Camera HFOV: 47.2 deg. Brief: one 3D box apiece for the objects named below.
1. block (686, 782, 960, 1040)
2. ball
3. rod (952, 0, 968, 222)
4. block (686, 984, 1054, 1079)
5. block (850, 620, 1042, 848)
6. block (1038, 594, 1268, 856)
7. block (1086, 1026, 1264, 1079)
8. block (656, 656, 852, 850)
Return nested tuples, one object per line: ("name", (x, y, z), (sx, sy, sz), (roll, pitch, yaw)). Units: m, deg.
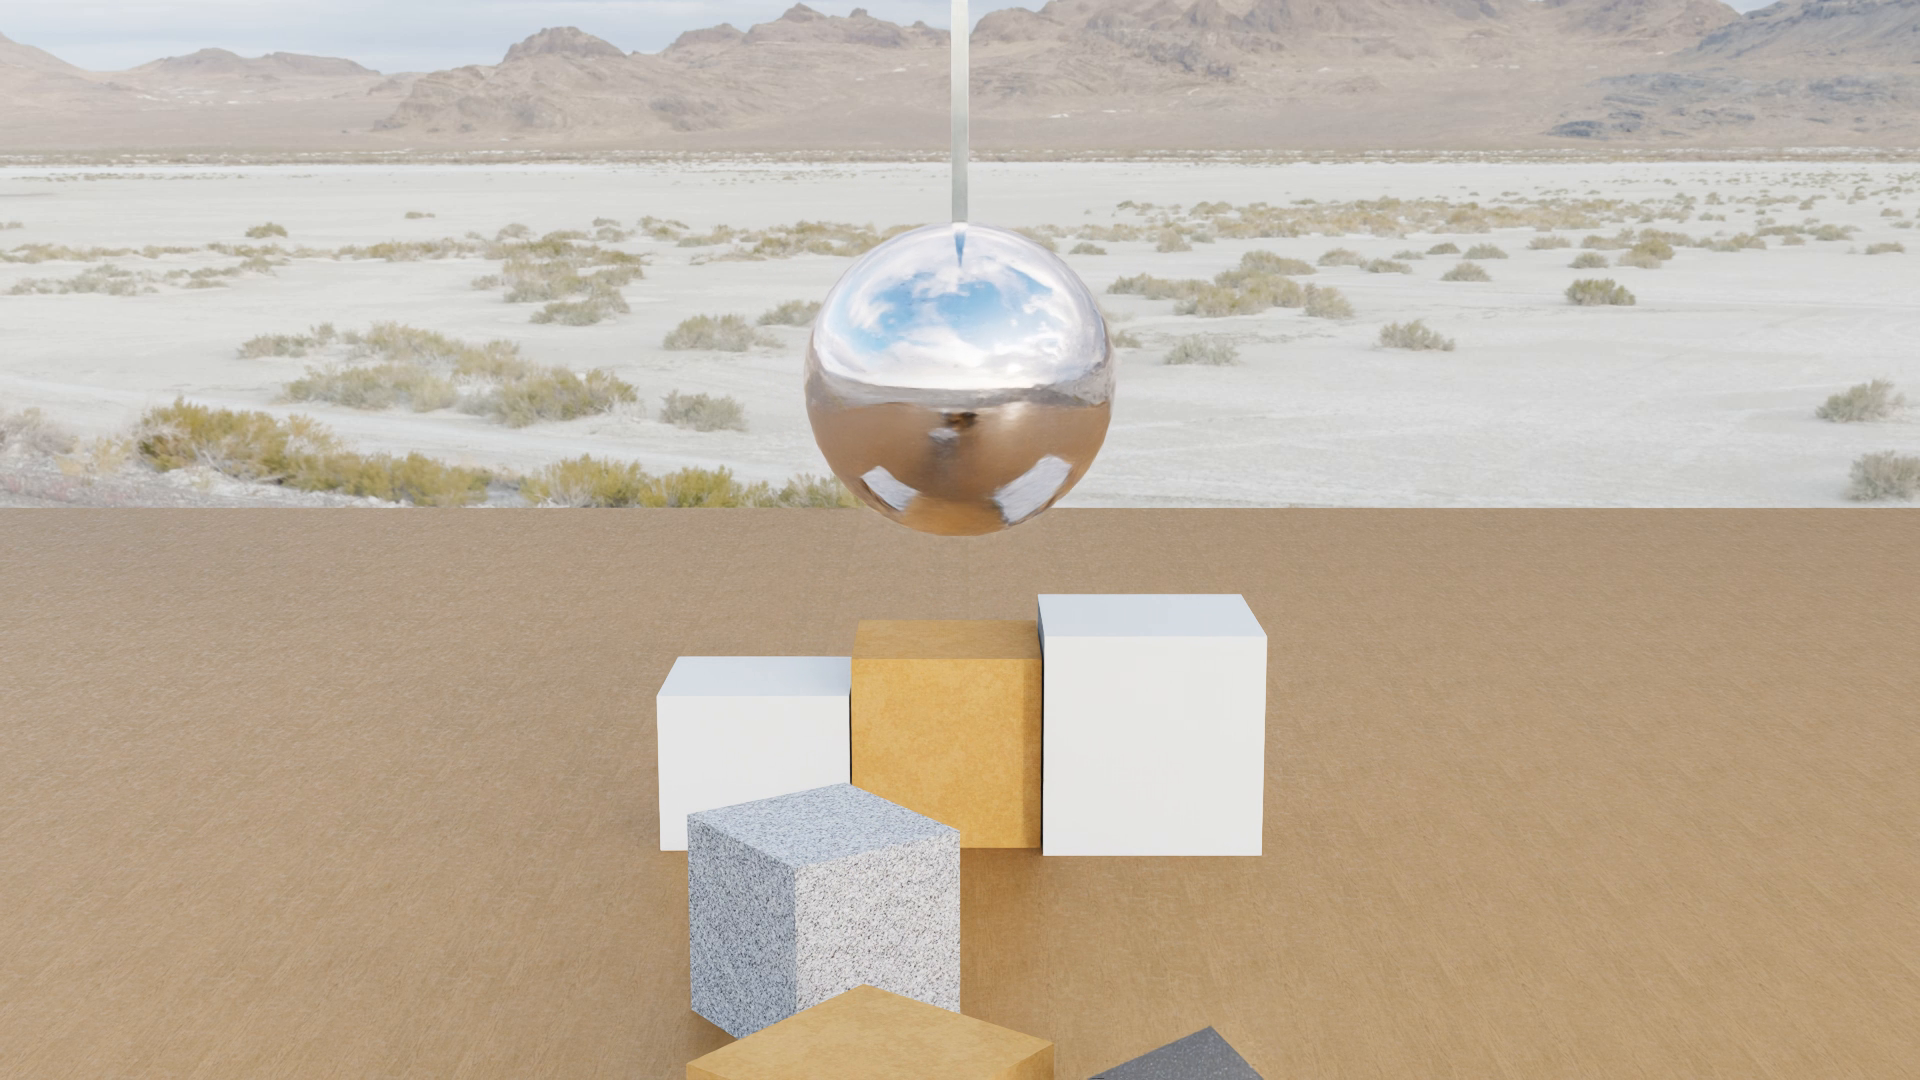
("block", (-0.550, 1.532, 8.819), (0.761, 0.830, 0.822), (-7, 13, -35))
("ball", (0.000, -0.817, 11.209), (1.600, 1.600, 1.600), (0, 10, 0))
("rod", (0.000, -4.143, 10.504), (0.080, 5.200, 0.080), (0, 12, 0))
("block", (-0.260, 1.933, 6.589), (0.755, 0.839, 0.791), (8, 13, 38))
("block", (-0.066, 0.988, 11.414), (0.944, 0.972, 0.900), (0, 10, 0))
("block", (0.957, 0.929, 11.338), (1.085, 1.115, 1.017), (0, 10, 0))
("block", (0.613, 1.946, 6.284), (0.622, 0.691, 0.665), (-10, 42, -43))
("block", (-1.025, 1.088, 11.361), (0.950, 0.795, 0.844), (0, 10, 0))
